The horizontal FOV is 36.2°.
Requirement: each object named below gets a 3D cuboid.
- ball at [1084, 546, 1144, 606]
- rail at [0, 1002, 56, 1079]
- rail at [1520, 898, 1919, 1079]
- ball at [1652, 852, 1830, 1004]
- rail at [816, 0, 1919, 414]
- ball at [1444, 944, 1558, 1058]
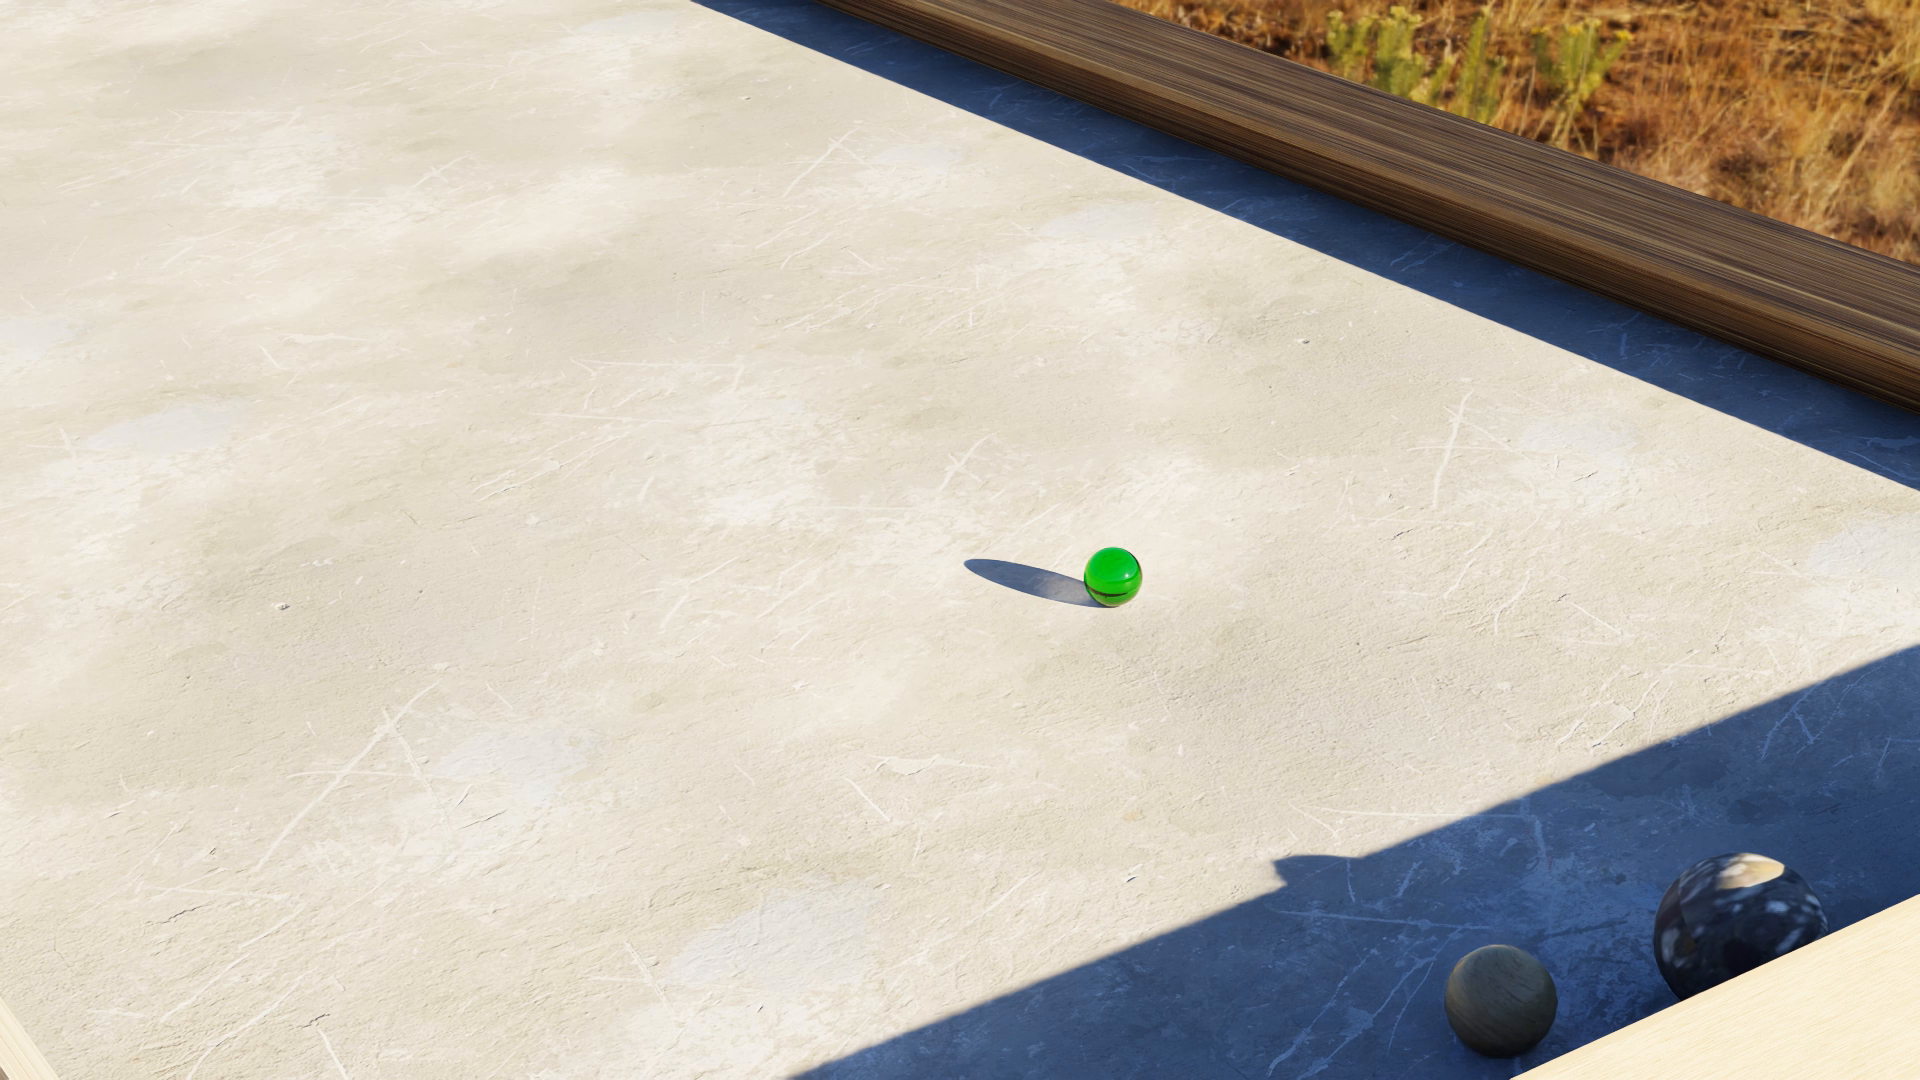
[{"bbox_3d":[0.114,0.027,2.189,0.045,0.045,0.045,0,24,0],"label":"ball"},{"bbox_3d":[-1.184,-0.128,2.432,0.045,0.128,3.445,-16,29,-31],"label":"rail"},{"bbox_3d":[0.476,0.247,1.595,1.735,0.128,0.045,-16,29,-31],"label":"rail"},{"bbox_3d":[0.445,0.228,1.677,0.098,0.098,0.098,0,24,0],"label":"ball"},{"bbox_3d":[0.204,-0.521,3.307,0.045,0.128,3.445,-16,29,-31],"label":"rail"},{"bbox_3d":[0.303,0.259,1.652,0.063,0.063,0.063,0,24,0],"label":"ball"}]
